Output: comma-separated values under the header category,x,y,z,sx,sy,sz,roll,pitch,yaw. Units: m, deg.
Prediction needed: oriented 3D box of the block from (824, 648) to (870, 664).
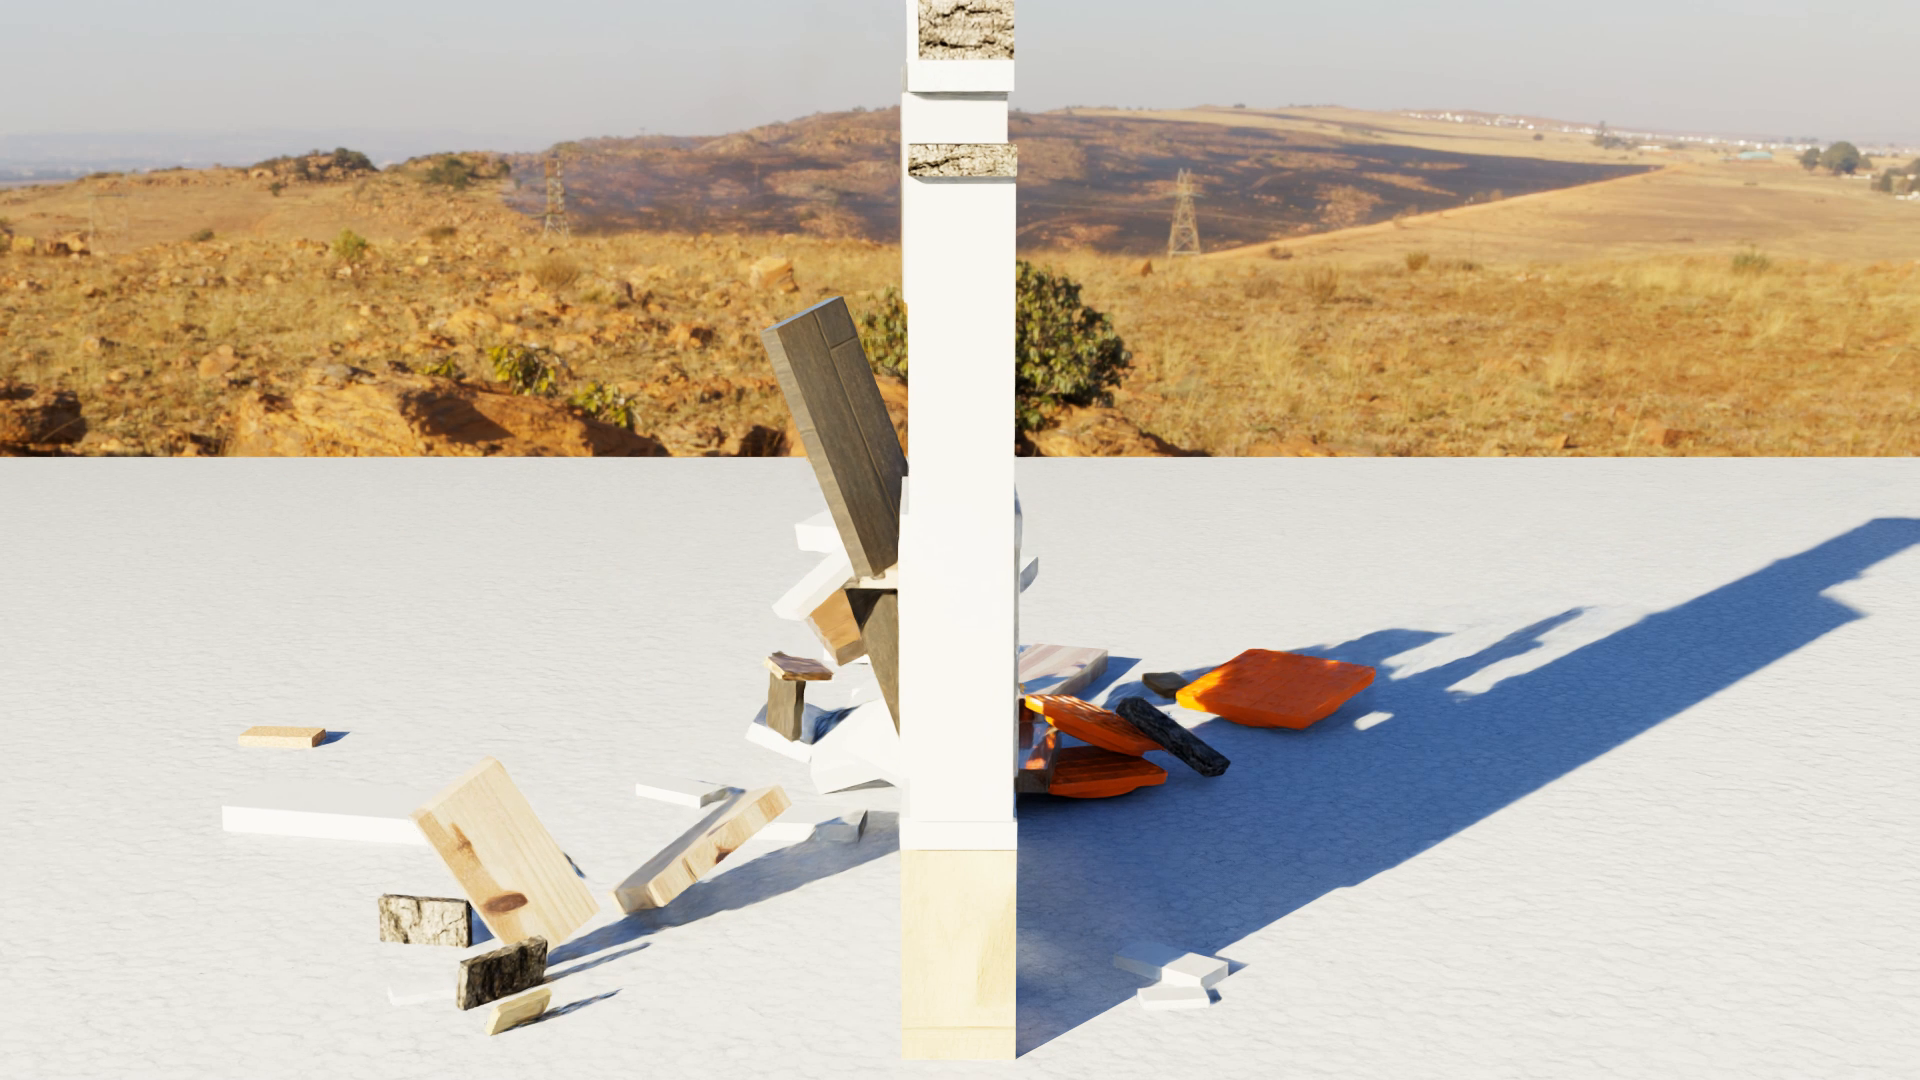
category,x,y,z,sx,sy,sz,roll,pitch,yaw
block,-0.124,0.250,5.226,0.359,0.051,0.180,3,12,27

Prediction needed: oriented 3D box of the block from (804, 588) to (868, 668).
category,x,y,z,sx,sy,sz,roll,pitch,yaw
block,-0.122,0.107,4.155,0.329,0.047,0.164,-24,45,-16

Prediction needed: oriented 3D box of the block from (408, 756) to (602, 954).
category,x,y,z,sx,sy,sz,roll,pitch,yaw
block,-0.683,0.488,3.311,0.148,0.295,0.042,-39,22,-23

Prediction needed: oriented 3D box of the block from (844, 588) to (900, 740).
category,x,y,z,sx,sy,sz,roll,pitch,yaw
block,-0.063,0.265,3.594,0.110,0.450,0.031,-20,10,-5

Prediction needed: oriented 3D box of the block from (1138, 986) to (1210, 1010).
category,x,y,z,sx,sy,sz,roll,pitch,yaw
block,0.311,0.668,3.210,0.095,0.014,0.048,-1,11,-6

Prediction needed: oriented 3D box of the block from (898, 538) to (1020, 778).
category,x,y,z,sx,sy,sz,roll,pitch,yaw
block,-0.002,0.166,3.092,0.167,0.335,0.047,0,10,-2

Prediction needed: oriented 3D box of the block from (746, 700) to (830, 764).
category,x,y,z,sx,sy,sz,roll,pitch,yaw
block,-0.351,0.384,4.547,0.134,0.038,0.268,22,12,0

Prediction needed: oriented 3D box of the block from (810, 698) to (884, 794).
category,x,y,z,sx,sy,sz,roll,pitch,yaw
block,-0.108,0.370,4.251,0.359,0.051,0.180,-16,32,9

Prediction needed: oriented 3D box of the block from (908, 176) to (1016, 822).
category,x,y,z,sx,sy,sz,roll,pitch,yaw
block,0.002,-0.045,2.846,0.135,0.841,0.038,0,10,0

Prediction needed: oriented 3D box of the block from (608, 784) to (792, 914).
category,x,y,z,sx,sy,sz,roll,pitch,yaw
block,-0.425,0.505,3.605,0.295,0.042,0.148,-36,10,-39

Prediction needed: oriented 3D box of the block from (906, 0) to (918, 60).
category,x,y,z,sx,sy,sz,roll,pitch,yaw
block,-0.011,-0.821,3.184,0.131,0.262,0.037,-1,8,-2

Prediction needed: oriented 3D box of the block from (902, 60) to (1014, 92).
category,x,y,z,sx,sy,sz,roll,pitch,yaw
block,-0.007,-0.652,3.107,0.143,0.040,0.285,-1,10,-3

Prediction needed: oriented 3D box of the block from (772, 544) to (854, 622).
category,x,y,z,sx,sy,sz,roll,pitch,yaw
block,-0.123,-0.020,3.544,0.439,0.022,0.078,-42,23,-22

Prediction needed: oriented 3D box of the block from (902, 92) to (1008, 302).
category,x,y,z,sx,sy,sz,roll,pitch,yaw
block,-0.008,-0.475,3.051,0.143,0.285,0.040,-1,13,-5

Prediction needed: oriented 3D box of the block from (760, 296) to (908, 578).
category,x,y,z,sx,sy,sz,roll,pitch,yaw
block,-0.172,-0.160,3.424,0.042,0.412,0.148,-7,19,47

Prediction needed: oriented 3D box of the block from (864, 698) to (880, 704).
category,x,y,z,sx,sy,sz,roll,pitch,yaw
block,-0.129,0.338,4.356,0.122,0.061,0.017,-15,-4,10

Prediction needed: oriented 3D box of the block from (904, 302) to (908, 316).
category,x,y,z,sx,sy,sz,roll,pitch,yaw
block,-0.014,-0.339,3.193,0.122,0.035,0.245,-1,11,-5

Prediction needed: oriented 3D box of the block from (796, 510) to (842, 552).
category,x,y,z,sx,sy,sz,roll,pitch,yaw
block,-0.121,-0.049,3.920,0.164,0.047,0.329,5,21,39

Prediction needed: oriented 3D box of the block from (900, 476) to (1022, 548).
category,x,y,z,sx,sy,sz,roll,pitch,yaw
block,0.000,-0.042,3.167,0.167,0.047,0.335,0,11,-1

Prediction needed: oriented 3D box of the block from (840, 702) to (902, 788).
category,x,y,z,sx,sy,sz,roll,pitch,yaw
block,-0.086,0.399,4.115,0.268,0.038,0.134,22,57,42

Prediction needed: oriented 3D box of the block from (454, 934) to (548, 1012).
category,x,y,z,sx,sy,sz,roll,pitch,yaw
block,-0.671,0.634,3.225,0.021,0.072,0.145,24,23,36

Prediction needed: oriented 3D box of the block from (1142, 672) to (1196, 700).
category,x,y,z,sx,sy,sz,roll,pitch,yaw
block,0.476,0.330,5.007,0.078,0.022,0.156,-3,11,-14

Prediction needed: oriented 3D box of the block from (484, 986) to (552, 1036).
category,x,y,z,sx,sy,sz,roll,pitch,yaw
block,-0.626,0.668,3.118,0.014,0.048,0.095,43,32,26

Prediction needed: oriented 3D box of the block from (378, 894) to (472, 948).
category,x,y,z,sx,sy,sz,roll,pitch,yaw
block,-0.836,0.596,3.441,0.145,0.072,0.021,2,11,10

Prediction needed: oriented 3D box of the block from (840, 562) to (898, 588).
category,x,y,z,sx,sy,sz,roll,pitch,yaw
block,-0.103,0.039,3.501,0.110,0.031,0.221,-30,16,-33

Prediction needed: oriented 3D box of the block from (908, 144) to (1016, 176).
category,x,y,z,sx,sy,sz,roll,pitch,yaw
block,0.001,-0.495,2.854,0.135,0.038,0.270,0,11,-1

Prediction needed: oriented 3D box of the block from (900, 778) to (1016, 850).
category,x,y,z,sx,sy,sz,roll,pitch,yaw
block,-0.002,0.362,3.075,0.155,0.044,0.310,0,11,0

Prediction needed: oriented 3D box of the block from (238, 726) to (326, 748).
category,x,y,z,sx,sy,sz,roll,pitch,yaw
block,-1.411,0.410,4.579,0.156,0.022,0.078,1,11,6

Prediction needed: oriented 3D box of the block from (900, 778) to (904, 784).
category,x,y,z,sx,sy,sz,roll,pitch,yaw
block,-0.059,0.430,3.997,0.092,0.046,0.013,-22,47,2

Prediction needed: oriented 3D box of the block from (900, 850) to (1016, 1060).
category,x,y,z,sx,sy,sz,roll,pitch,yaw
block,-0.002,0.555,3.006,0.155,0.310,0.044,0,11,0

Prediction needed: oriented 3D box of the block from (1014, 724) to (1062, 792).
category,x,y,z,sx,sy,sz,roll,pitch,yaw
block,0.103,0.416,4.220,0.158,0.045,0.317,-1,10,8

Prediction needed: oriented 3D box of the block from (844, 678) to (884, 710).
category,x,y,z,sx,sy,sz,roll,pitch,yaw
block,-0.165,0.344,4.750,0.134,0.038,0.268,-16,9,13

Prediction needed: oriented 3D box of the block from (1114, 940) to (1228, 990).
category,x,y,z,sx,sy,sz,roll,pitch,yaw
block,0.318,0.643,3.324,0.157,0.022,0.078,8,13,38

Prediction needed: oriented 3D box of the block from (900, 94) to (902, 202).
category,x,y,z,sx,sy,sz,roll,pitch,yaw
block,-0.014,-0.510,3.234,0.143,0.285,0.040,-1,11,-5

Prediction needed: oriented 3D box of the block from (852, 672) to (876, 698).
category,x,y,z,sx,sy,sz,roll,pitch,yaw
block,-0.192,0.331,5.002,0.078,0.022,0.157,1,11,7

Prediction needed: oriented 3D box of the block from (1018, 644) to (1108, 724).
category,x,y,z,sx,sy,sz,roll,pitch,yaw
block,0.173,0.322,4.973,0.180,0.051,0.528,4,11,20

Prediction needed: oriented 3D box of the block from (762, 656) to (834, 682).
category,x,y,z,sx,sy,sz,roll,pitch,yaw
block,-0.278,0.221,3.775,0.113,0.016,0.056,6,21,-45

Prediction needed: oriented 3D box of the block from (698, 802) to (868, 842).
category,x,y,z,sx,sy,sz,roll,pitch,yaw
block,-0.321,0.512,4.000,0.293,0.032,0.112,1,11,5

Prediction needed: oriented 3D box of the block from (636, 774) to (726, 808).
category,x,y,z,sx,sy,sz,roll,pitch,yaw
block,-0.534,0.479,4.204,0.156,0.022,0.078,7,12,32

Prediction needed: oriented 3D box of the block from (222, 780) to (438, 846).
category,x,y,z,sx,sy,sz,roll,pitch,yaw
block,-1.126,0.499,4.031,0.401,0.047,0.164,2,11,12

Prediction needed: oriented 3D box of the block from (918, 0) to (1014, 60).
category,x,y,z,sx,sy,sz,roll,pitch,yaw
block,0.008,-0.788,3.010,0.131,0.262,0.037,-1,10,-4

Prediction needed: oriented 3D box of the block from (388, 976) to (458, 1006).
category,x,y,z,sx,sy,sz,roll,pitch,yaw
block,-0.788,0.664,3.235,0.095,0.014,0.048,-5,12,-24

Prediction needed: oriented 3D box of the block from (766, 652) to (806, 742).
category,x,y,z,sx,sy,sz,roll,pitch,yaw
block,-0.333,0.300,4.213,0.022,0.157,0.078,-17,34,-41

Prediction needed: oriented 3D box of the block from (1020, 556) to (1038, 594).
category,x,y,z,sx,sy,sz,roll,pitch,yaw
block,0.038,0.084,3.944,0.133,0.038,0.265,2,17,19

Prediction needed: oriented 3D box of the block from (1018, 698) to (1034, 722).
category,x,y,z,sx,sy,sz,roll,pitch,yaw
block,0.017,0.352,4.487,0.158,0.045,0.317,-3,-4,-21

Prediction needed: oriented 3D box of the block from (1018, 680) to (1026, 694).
category,x,y,z,sx,sy,sz,roll,pitch,yaw
block,0.082,0.292,4.734,0.061,0.017,0.121,3,-30,43

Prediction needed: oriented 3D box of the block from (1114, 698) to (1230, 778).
category,x,y,z,sx,sy,sz,roll,pitch,yaw
block,0.420,0.387,4.334,0.224,0.032,0.112,36,11,22
